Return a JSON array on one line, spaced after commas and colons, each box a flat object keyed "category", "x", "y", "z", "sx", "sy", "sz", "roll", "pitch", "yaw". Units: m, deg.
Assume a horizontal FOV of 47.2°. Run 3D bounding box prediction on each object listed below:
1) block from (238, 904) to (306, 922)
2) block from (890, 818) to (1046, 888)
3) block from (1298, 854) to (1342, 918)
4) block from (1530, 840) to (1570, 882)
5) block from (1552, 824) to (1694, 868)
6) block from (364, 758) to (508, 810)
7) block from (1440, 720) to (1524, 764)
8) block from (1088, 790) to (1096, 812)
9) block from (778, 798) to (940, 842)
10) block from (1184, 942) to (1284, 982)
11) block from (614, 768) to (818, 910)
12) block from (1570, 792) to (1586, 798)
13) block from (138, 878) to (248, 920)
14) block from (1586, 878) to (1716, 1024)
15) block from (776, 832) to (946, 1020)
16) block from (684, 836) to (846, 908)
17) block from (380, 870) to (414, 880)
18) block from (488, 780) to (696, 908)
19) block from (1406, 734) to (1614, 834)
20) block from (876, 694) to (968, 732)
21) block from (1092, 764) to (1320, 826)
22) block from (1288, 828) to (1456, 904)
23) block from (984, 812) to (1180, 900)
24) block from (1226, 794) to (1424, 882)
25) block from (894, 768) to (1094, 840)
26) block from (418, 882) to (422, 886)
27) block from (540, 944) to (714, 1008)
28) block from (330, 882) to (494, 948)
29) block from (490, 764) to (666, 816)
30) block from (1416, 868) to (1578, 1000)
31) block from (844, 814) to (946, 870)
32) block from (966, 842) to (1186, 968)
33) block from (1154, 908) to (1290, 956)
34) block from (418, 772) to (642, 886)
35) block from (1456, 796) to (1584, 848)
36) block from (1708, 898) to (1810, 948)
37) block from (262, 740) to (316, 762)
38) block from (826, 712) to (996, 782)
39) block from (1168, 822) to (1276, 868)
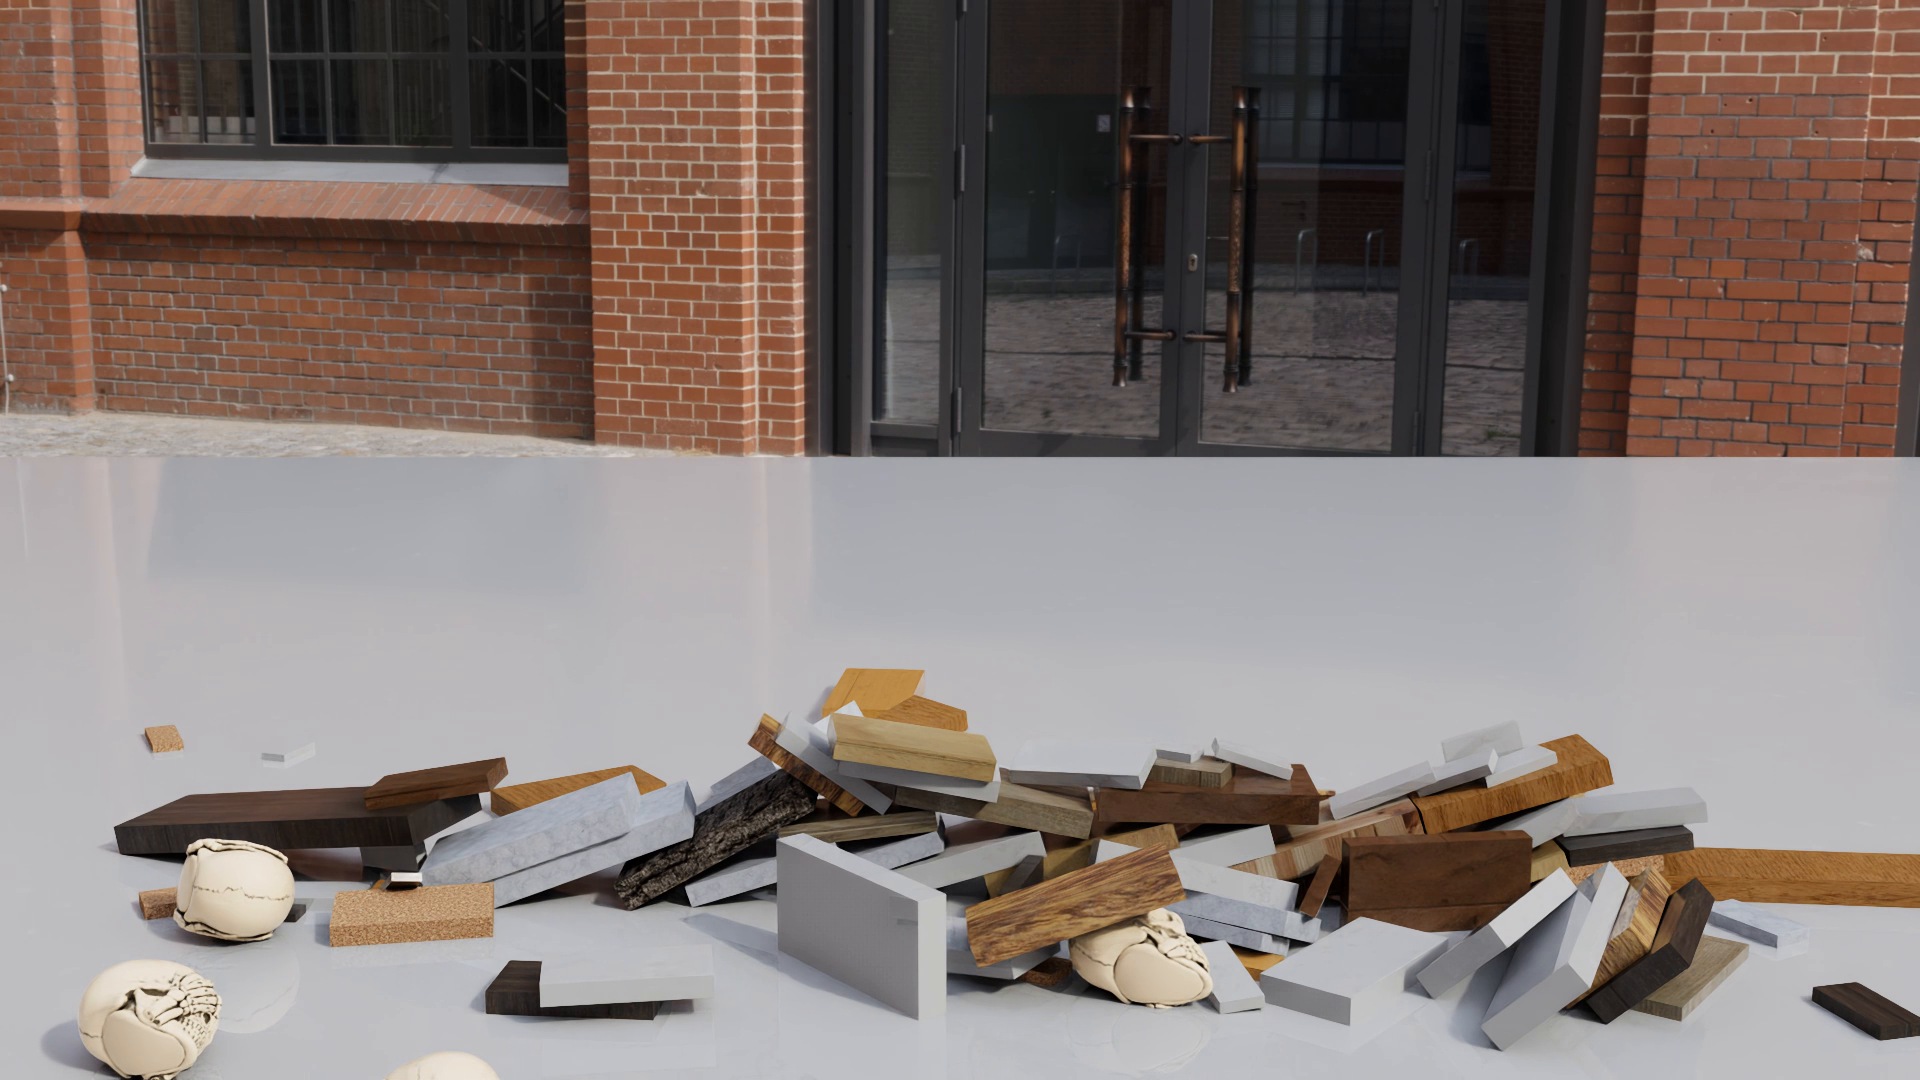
[{"category": "block", "x": -1.114, "y": 0.603, "z": 3.560, "sx": 0.095, "sy": 0.014, "sz": 0.048, "roll": 1, "pitch": 11, "yaw": 4}, {"category": "block", "x": -0.019, "y": 0.524, "z": 3.655, "sx": 0.320, "sy": 0.045, "sz": 0.160, "roll": -16, "pitch": 10, "yaw": 3}, {"category": "block", "x": 0.568, "y": 0.547, "z": 3.467, "sx": 0.027, "sy": 0.095, "sz": 0.191, "roll": 25, "pitch": -5, "yaw": 13}, {"category": "block", "x": 0.887, "y": 0.547, "z": 3.625, "sx": 0.207, "sy": 0.029, "sz": 0.103, "roll": -21, "pitch": 10, "yaw": 3}, {"category": "block", "x": 1.098, "y": 0.500, "z": 3.655, "sx": 0.207, "sy": 0.029, "sz": 0.104, "roll": -8, "pitch": 10, "yaw": -2}, {"category": "block", "x": -0.875, "y": 0.407, "z": 3.677, "sx": 0.212, "sy": 0.030, "sz": 0.106, "roll": -9, "pitch": 9, "yaw": 6}, {"category": "block", "x": 0.872, "y": 0.349, "z": 3.667, "sx": 0.130, "sy": 0.065, "sz": 0.018, "roll": -16, "pitch": 10, "yaw": -1}, {"category": "block", "x": 0.201, "y": 0.489, "z": 4.027, "sx": 0.273, "sy": 0.039, "sz": 0.136, "roll": -2, "pitch": 1, "yaw": -2}, {"category": "block", "x": -0.165, "y": 0.458, "z": 3.640, "sx": 0.258, "sy": 0.037, "sz": 0.129, "roll": -6, "pitch": 11, "yaw": 3}, {"category": "block", "x": 0.416, "y": 0.641, "z": 3.341, "sx": 0.136, "sy": 0.019, "sz": 0.068, "roll": 5, "pitch": 12, "yaw": 27}, {"category": "block", "x": -0.398, "y": 0.483, "z": 3.651, "sx": 0.350, "sy": 0.050, "sz": 0.175, "roll": -29, "pitch": 9, "yaw": 6}, {"category": "block", "x": 1.009, "y": 0.483, "z": 3.921, "sx": 0.117, "sy": 0.033, "sz": 0.234, "roll": -22, "pitch": -18, "yaw": 41}, {"category": "block", "x": -1.259, "y": 0.589, "z": 3.612, "sx": 0.159, "sy": 0.023, "sz": 0.080, "roll": -5, "pitch": 12, "yaw": -26}, {"category": "block", "x": 1.019, "y": 0.601, "z": 3.236, "sx": 0.151, "sy": 0.043, "sz": 0.302, "roll": -44, "pitch": -10, "yaw": 25}, {"category": "block", "x": -0.151, "y": 0.571, "z": 3.281, "sx": 0.051, "sy": 0.179, "sz": 0.357, "roll": -8, "pitch": 13, "yaw": -38}, {"category": "block", "x": -0.321, "y": 0.535, "z": 3.655, "sx": 0.258, "sy": 0.037, "sz": 0.129, "roll": -17, "pitch": 10, "yaw": 3}, {"category": "block", "x": -0.926, "y": 0.569, "z": 3.740, "sx": 0.104, "sy": 0.015, "sz": 0.052, "roll": -8, "pitch": 13, "yaw": -37}, {"category": "block", "x": -0.617, "y": 0.506, "z": 3.677, "sx": 0.350, "sy": 0.050, "sz": 0.175, "roll": -20, "pitch": 11, "yaw": -1}, {"category": "block", "x": 0.901, "y": 0.404, "z": 3.642, "sx": 0.314, "sy": 0.044, "sz": 0.157, "roll": -16, "pitch": 10, "yaw": 0}, {"category": "block", "x": -0.134, "y": 0.400, "z": 4.388, "sx": 0.143, "sy": 0.041, "sz": 0.286, "roll": 14, "pitch": 30, "yaw": 40}, {"category": "block", "x": 0.404, "y": 0.418, "z": 3.644, "sx": 0.356, "sy": 0.050, "sz": 0.178, "roll": 1, "pitch": 11, "yaw": 0}, {"category": "block", "x": 0.660, "y": 0.522, "z": 3.659, "sx": 0.314, "sy": 0.044, "sz": 0.157, "roll": -17, "pitch": 10, "yaw": 3}, {"category": "block", "x": 0.198, "y": 0.507, "z": 3.657, "sx": 0.320, "sy": 0.045, "sz": 0.160, "roll": -16, "pitch": 10, "yaw": 3}, {"category": "block", "x": 0.577, "y": 0.498, "z": 3.658, "sx": 0.356, "sy": 0.050, "sz": 0.178, "roll": -18, "pitch": 10, "yaw": 2}, {"category": "block", "x": 0.054, "y": 0.419, "z": 3.636, "sx": 0.320, "sy": 0.045, "sz": 0.160, "roll": 11, "pitch": 11, "yaw": -3}, {"category": "block", "x": -0.922, "y": 0.583, "z": 3.665, "sx": 0.104, "sy": 0.015, "sz": 0.052, "roll": -1, "pitch": 11, "yaw": -5}, {"category": "block", "x": -0.480, "y": 0.628, "z": 3.178, "sx": 0.245, "sy": 0.035, "sz": 0.122, "roll": -2, "pitch": 11, "yaw": -8}, {"category": "block", "x": -0.870, "y": 0.596, "z": 3.502, "sx": 0.247, "sy": 0.035, "sz": 0.124, "roll": -2, "pitch": 17, "yaw": -10}, {"category": "block", "x": -0.716, "y": 0.483, "z": 4.134, "sx": 0.293, "sy": 0.041, "sz": 0.146, "roll": -7, "pitch": 13, "yaw": -33}, {"category": "block", "x": 0.810, "y": 0.589, "z": 3.308, "sx": 0.149, "sy": 0.042, "sz": 0.299, "roll": -45, "pitch": -17, "yaw": 32}, {"category": "block", "x": -0.153, "y": 0.520, "z": 3.653, "sx": 0.258, "sy": 0.037, "sz": 0.129, "roll": -19, "pitch": 10, "yaw": 4}, {"category": "block", "x": 0.167, "y": 0.536, "z": 3.239, "sx": 0.316, "sy": 0.045, "sz": 0.158, "roll": -19, "pitch": 8, "yaw": 1}, {"category": "block", "x": 0.406, "y": 0.608, "z": 3.408, "sx": 0.186, "sy": 0.026, "sz": 0.093, "roll": 8, "pitch": -10, "yaw": 36}, {"category": "block", "x": -0.711, "y": 0.490, "z": 3.655, "sx": 0.350, "sy": 0.050, "sz": 0.175, "roll": -19, "pitch": 11, "yaw": 1}, {"category": "block", "x": 0.863, "y": 0.496, "z": 3.651, "sx": 0.314, "sy": 0.044, "sz": 0.157, "roll": -28, "pitch": 9, "yaw": 6}, {"category": "block", "x": 1.265, "y": 0.610, "z": 3.503, "sx": 0.075, "sy": 0.021, "sz": 0.150, "roll": -6, "pitch": 12, "yaw": -30}, {"category": "block", "x": -1.370, "y": 0.430, "z": 4.490, "sx": 0.052, "sy": 0.015, "sz": 0.104, "roll": 4, "pitch": 11, "yaw": 18}, {"category": "block", "x": -0.079, "y": 0.332, "z": 3.532, "sx": 0.258, "sy": 0.037, "sz": 0.129, "roll": 9, "pitch": 11, "yaw": -10}, {"category": "block", "x": 0.336, "y": 0.517, "z": 3.661, "sx": 0.356, "sy": 0.050, "sz": 0.178, "roll": -16, "pitch": 10, "yaw": 3}]
